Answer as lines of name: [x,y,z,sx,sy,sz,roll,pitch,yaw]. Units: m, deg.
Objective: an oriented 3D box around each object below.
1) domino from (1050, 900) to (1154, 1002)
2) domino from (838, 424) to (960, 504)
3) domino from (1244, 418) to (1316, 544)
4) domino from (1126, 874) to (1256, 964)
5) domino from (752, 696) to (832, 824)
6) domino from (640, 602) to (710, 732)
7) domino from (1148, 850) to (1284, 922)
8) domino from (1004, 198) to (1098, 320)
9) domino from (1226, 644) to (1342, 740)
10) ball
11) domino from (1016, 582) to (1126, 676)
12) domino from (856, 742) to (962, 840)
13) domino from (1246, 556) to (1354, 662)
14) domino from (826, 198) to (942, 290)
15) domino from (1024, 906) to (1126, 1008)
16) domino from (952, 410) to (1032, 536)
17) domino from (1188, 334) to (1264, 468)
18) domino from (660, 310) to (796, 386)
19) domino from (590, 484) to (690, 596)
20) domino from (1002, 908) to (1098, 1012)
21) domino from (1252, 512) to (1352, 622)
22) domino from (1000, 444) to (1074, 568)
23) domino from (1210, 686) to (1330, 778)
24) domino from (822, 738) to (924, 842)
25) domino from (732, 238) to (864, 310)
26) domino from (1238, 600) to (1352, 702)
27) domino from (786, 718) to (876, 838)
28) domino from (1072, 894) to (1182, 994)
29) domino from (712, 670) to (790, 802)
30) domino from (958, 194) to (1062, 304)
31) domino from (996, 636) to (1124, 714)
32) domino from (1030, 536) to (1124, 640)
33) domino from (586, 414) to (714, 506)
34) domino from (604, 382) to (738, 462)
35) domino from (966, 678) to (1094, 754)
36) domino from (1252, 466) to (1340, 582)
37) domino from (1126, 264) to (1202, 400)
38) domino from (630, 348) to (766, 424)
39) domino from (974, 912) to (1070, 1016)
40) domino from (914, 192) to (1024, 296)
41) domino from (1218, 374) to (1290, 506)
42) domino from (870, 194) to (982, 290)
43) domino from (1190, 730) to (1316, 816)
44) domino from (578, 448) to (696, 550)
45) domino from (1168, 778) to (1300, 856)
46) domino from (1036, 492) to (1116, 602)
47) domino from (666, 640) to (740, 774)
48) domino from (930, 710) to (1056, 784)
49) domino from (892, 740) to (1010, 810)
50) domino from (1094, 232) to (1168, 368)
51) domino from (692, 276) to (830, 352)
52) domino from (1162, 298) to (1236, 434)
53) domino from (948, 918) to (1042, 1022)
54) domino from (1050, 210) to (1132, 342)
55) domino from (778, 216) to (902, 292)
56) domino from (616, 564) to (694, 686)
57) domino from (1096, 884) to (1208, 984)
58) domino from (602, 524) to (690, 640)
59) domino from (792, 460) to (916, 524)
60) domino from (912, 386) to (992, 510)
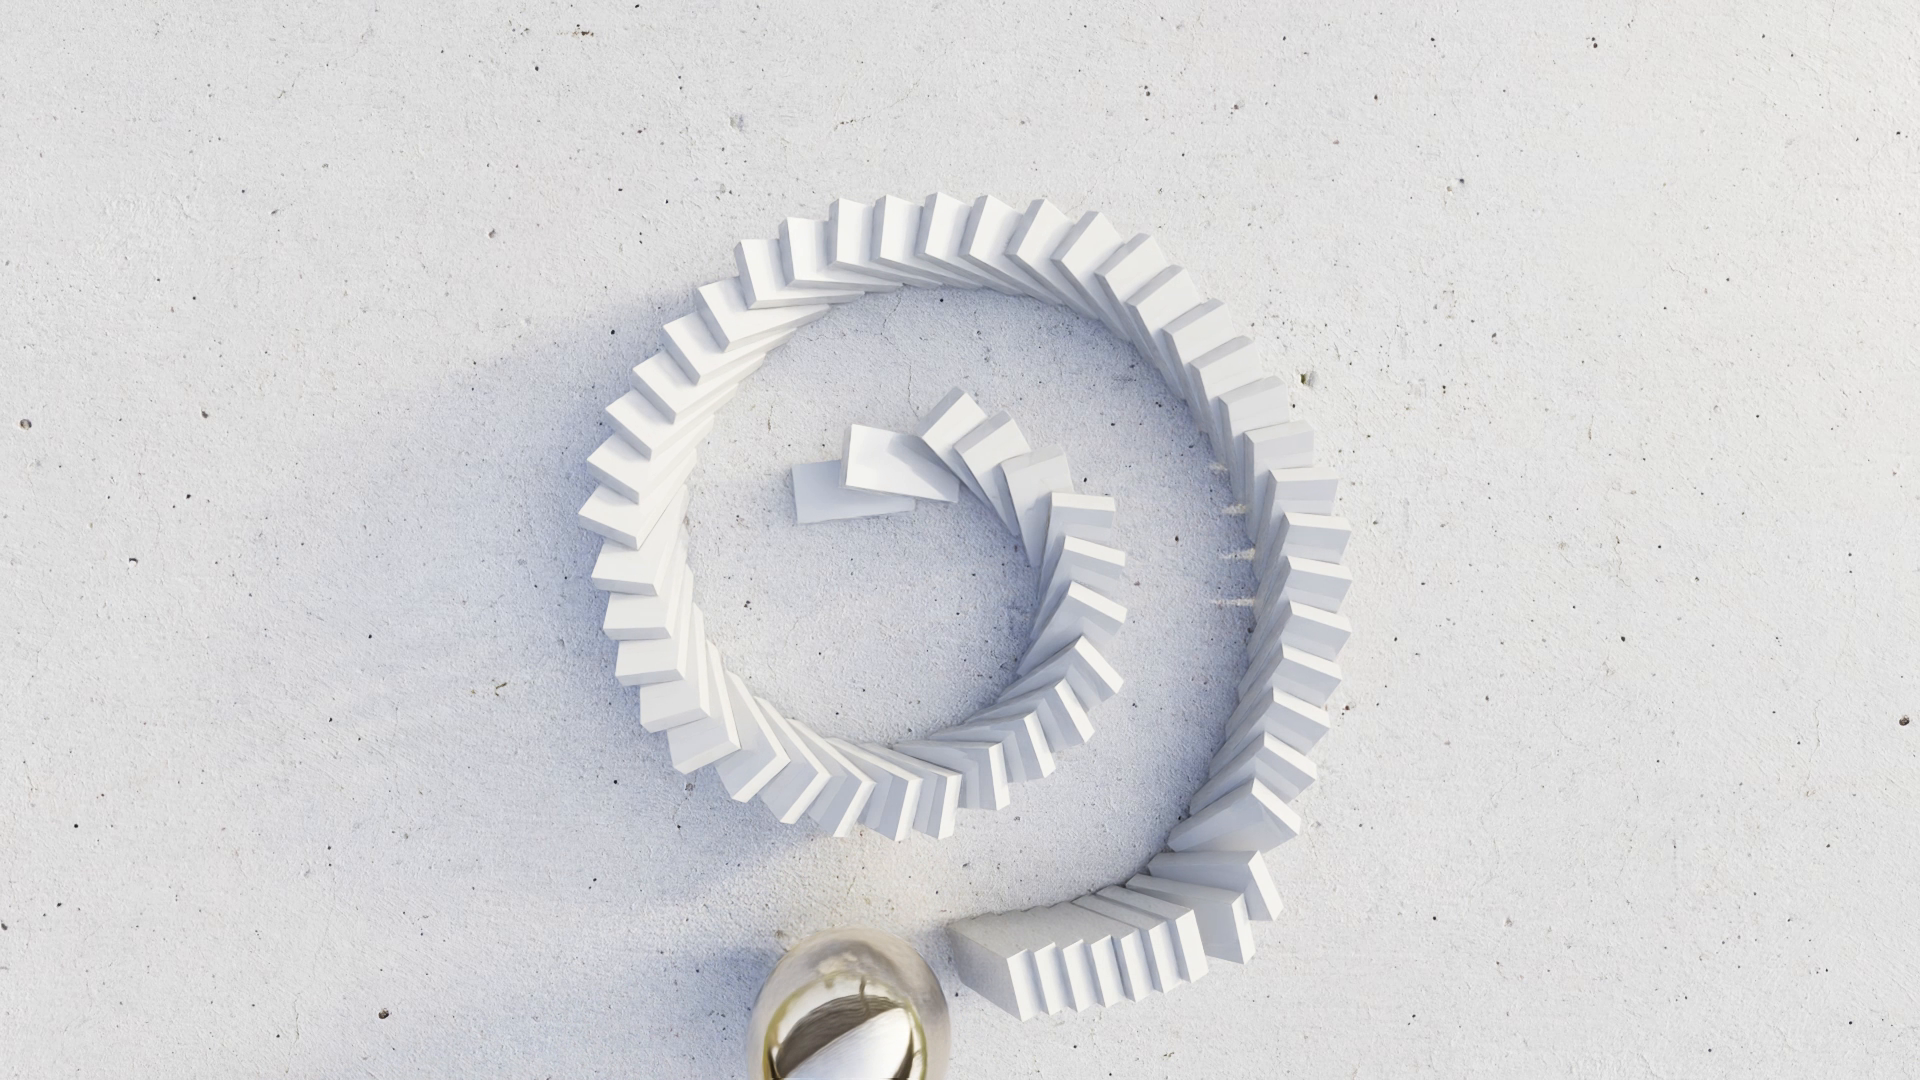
domino: [0.057,0.168,0.376,0.010,0.050,0.025,-14,90,-30]
domino: [-0.024,-0.031,0.384,0.050,0.009,0.025,8,84,-25]
domino: [0.133,-0.024,0.382,0.025,0.010,0.050,-12,124,0]
domino: [0.094,0.156,0.378,0.050,0.009,0.025,-8,96,45]
domino: [-0.078,0.091,0.382,0.050,0.010,0.025,39,90,35]
domino: [-0.120,0.052,0.382,0.025,0.010,0.050,-16,55,0]
domino: [0.104,0.143,0.378,0.009,0.050,0.025,-26,92,-44]
domino: [0.044,-0.116,0.382,0.050,0.009,0.025,28,90,-34]
domino: [0.134,0.068,0.382,0.025,0.010,0.050,21,123,0]
ball: [-0.043,0.195,0.360,0.080,0.080,0.080,0,90,0]
domino: [0.046,0.042,0.381,0.025,0.010,0.050,27,127,0]
domino: [-0.024,0.104,0.381,0.050,0.010,0.025,9,90,36]
domino: [0.141,0.032,0.382,0.025,0.009,0.050,11,123,0]
domino: [-0.030,-0.123,0.382,0.050,0.009,0.025,3,90,-34]
domino: [0.045,0.170,0.376,0.009,0.050,0.025,-14,90,-29]
domino: [0.020,-0.027,0.381,0.025,0.009,0.050,-35,128,0]
domino: [0.115,-0.057,0.382,0.025,0.010,0.050,-27,123,0]
domino: [-0.096,-0.086,0.382,0.050,0.009,0.025,-37,90,-34]
domino: [-0.132,-0.002,0.382,0.025,0.010,0.050,6,56,0]
domino: [0.035,0.171,0.376,0.010,0.050,0.025,-14,90,-29]
domino: [0.142,0.013,0.382,0.025,0.009,0.050,6,123,-1]
domino: [0.035,-0.014,0.381,0.025,0.009,0.050,-19,127,0]
domino: [0.128,0.086,0.383,0.025,0.010,0.050,26,123,0]
domino: [-0.040,0.103,0.381,0.050,0.010,0.025,15,93,36]
domino: [-0.067,-0.112,0.382,0.050,0.009,0.025,-15,90,-34]
domino: [0.139,0.051,0.382,0.025,0.009,0.050,18,123,0]
domino: [-0.060,0.098,0.382,0.050,0.009,0.025,28,90,35]
domino: [0.067,0.164,0.376,0.010,0.050,0.025,-14,90,-30]
domino: [-0.093,0.081,0.382,0.025,0.010,0.050,-43,55,0]
domino: [0.025,-0.120,0.382,0.050,0.009,0.025,18,90,-33]
domino: [0.041,0.063,0.381,0.025,0.010,0.050,48,126,0]
domino: [0.048,0.024,0.382,0.025,0.009,0.050,16,126,0]
domino: [-0.128,-0.040,0.382,0.025,0.009,0.050,32,56,1]
domino: [-0.120,-0.058,0.382,0.025,0.010,0.050,41,56,1]
domino: [0.028,0.078,0.382,0.050,0.010,0.025,-28,90,36]
domino: [0.139,-0.006,0.382,0.025,0.009,0.050,-3,124,-1]
domino: [0.091,-0.086,0.382,0.025,0.009,0.050,-38,123,0]
domino: [-0.108,-0.072,0.382,0.025,0.009,0.050,45,56,0]
domino: [0.024,0.172,0.376,0.010,0.050,0.025,-14,90,-29]
domino: [0.007,-0.123,0.382,0.050,0.010,0.025,12,90,-33]
domino: [0.125,-0.041,0.382,0.025,0.009,0.050,-20,123,0]
domino: [-0.012,-0.123,0.382,0.050,0.010,0.025,6,90,-34]
domino: [0.121,0.104,0.382,0.025,0.009,0.050,33,123,0]
domino: [-0.133,-0.022,0.382,0.025,0.010,0.050,22,55,0]
domino: [0.113,0.121,0.382,0.025,0.009,0.050,42,126,0]
domino: [0.048,0.005,0.381,0.025,0.010,0.050,5,126,0]
domino: [-0.110,0.069,0.382,0.025,0.009,0.050,-25,55,1]
domino: [0.013,0.088,0.382,0.050,0.010,0.025,-19,90,35]
domino: [-0.004,0.097,0.382,0.050,0.009,0.025,-8,90,35]
domino: [0.079,-0.099,0.382,0.025,0.009,0.050,-41,123,-1]
domino: [-0.082,-0.099,0.382,0.050,0.009,0.025,-31,90,-34]
domino: [0.104,-0.072,0.382,0.025,0.010,0.050,-30,123,0]
domino: [0.013,0.175,0.376,0.010,0.050,0.025,-14,90,-29]
domino: [0.062,-0.109,0.382,0.050,0.010,0.025,39,89,-34]
domino: [-0.049,-0.118,0.382,0.050,0.010,0.025,-7,89,-34]
domino: [-0.127,0.035,0.382,0.025,0.009,0.050,-7,56,0]
domino: [0.078,0.160,0.376,0.009,0.050,0.025,-14,90,-30]
domino: [-0.130,0.017,0.382,0.025,0.010,0.050,-2,56,0]
domino: [-0.046,-0.022,0.395,0.050,0.009,0.025,-7,90,0]
domino: [0.006,-0.038,0.381,0.025,0.009,0.050,-46,128,0]
